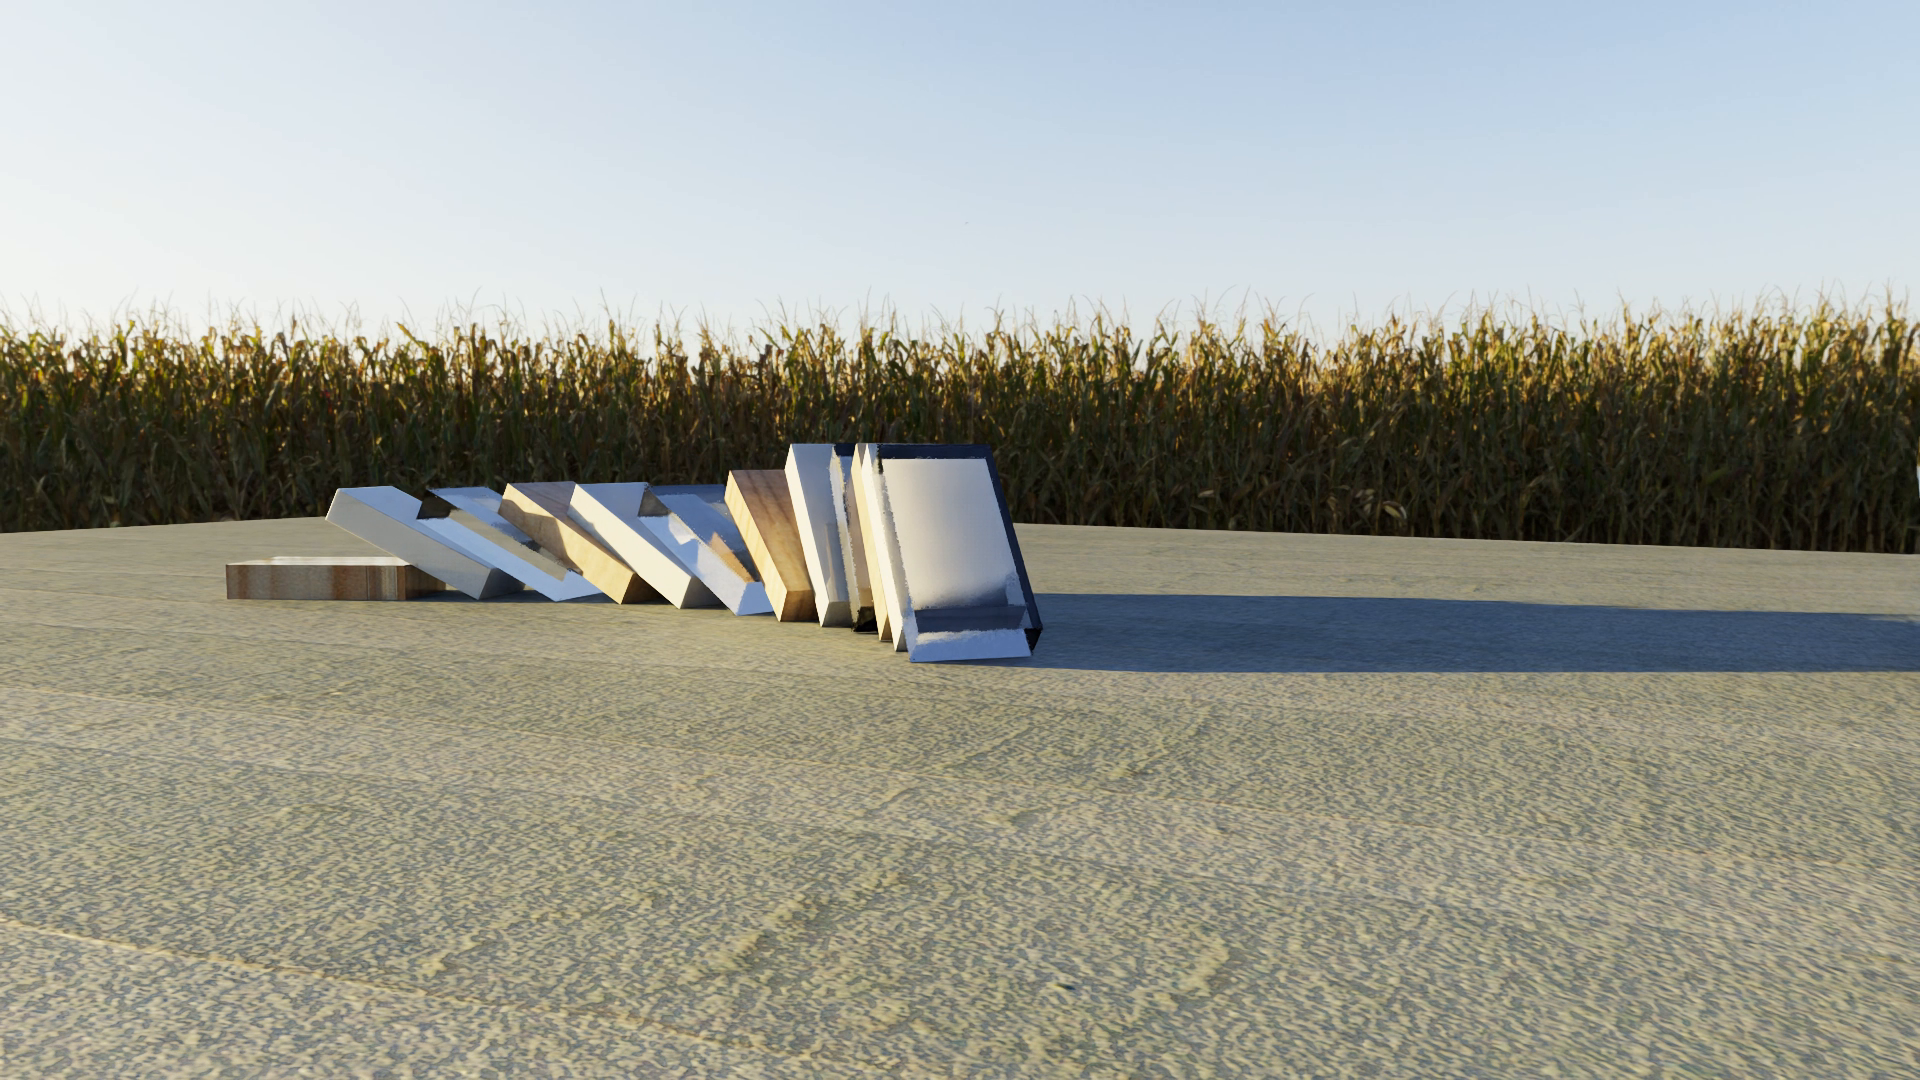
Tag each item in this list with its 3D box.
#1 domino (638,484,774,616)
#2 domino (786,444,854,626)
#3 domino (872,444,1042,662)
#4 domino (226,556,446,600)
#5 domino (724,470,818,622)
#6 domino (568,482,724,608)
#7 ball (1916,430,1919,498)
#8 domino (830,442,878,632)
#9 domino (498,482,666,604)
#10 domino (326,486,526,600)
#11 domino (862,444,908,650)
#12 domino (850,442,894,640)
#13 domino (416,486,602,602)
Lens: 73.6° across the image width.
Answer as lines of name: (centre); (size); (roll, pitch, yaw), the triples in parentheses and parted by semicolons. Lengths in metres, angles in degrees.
domino: (-0.061, 0.001, 0.340); (0.025, 0.009, 0.050); (-4, 33, -46)
domino: (-0.026, -0.002, 0.315); (0.025, 0.050, 0.010); (-2, -40, -21)
domino: (-0.002, 0.001, 0.266); (0.025, 0.050, 0.010); (-1, -40, -16)
domino: (-0.176, 0.011, 0.363); (0.050, 0.010, 0.025); (0, 4, 3)
domino: (-0.041, 0.000, 0.328); (0.025, 0.010, 0.050); (-2, 39, -28)
domino: (-0.081, 0.001, 0.351); (0.050, 0.010, 0.025); (34, 22, 28)
ball: (0.231, -0.016, 0.244); (0.080, 0.080, 0.080); (0, 4, 0)
domino: (-0.015, -0.002, 0.303); (0.025, 0.050, 0.009); (0, -40, -15)
domino: (-0.102, 0.000, 0.360); (0.050, 0.009, 0.025); (32, 17, 22)
domino: (-0.150, 0.000, 0.364); (0.050, 0.009, 0.025); (26, 8, 7)
domino: (-0.005, 0.000, 0.279); (0.025, 0.050, 0.010); (-1, -40, -16)
domino: (-0.009, -0.001, 0.292); (0.025, 0.050, 0.010); (-1, -40, -15)
domino: (-0.125, 0.000, 0.364); (0.050, 0.010, 0.025); (27, 12, 14)
